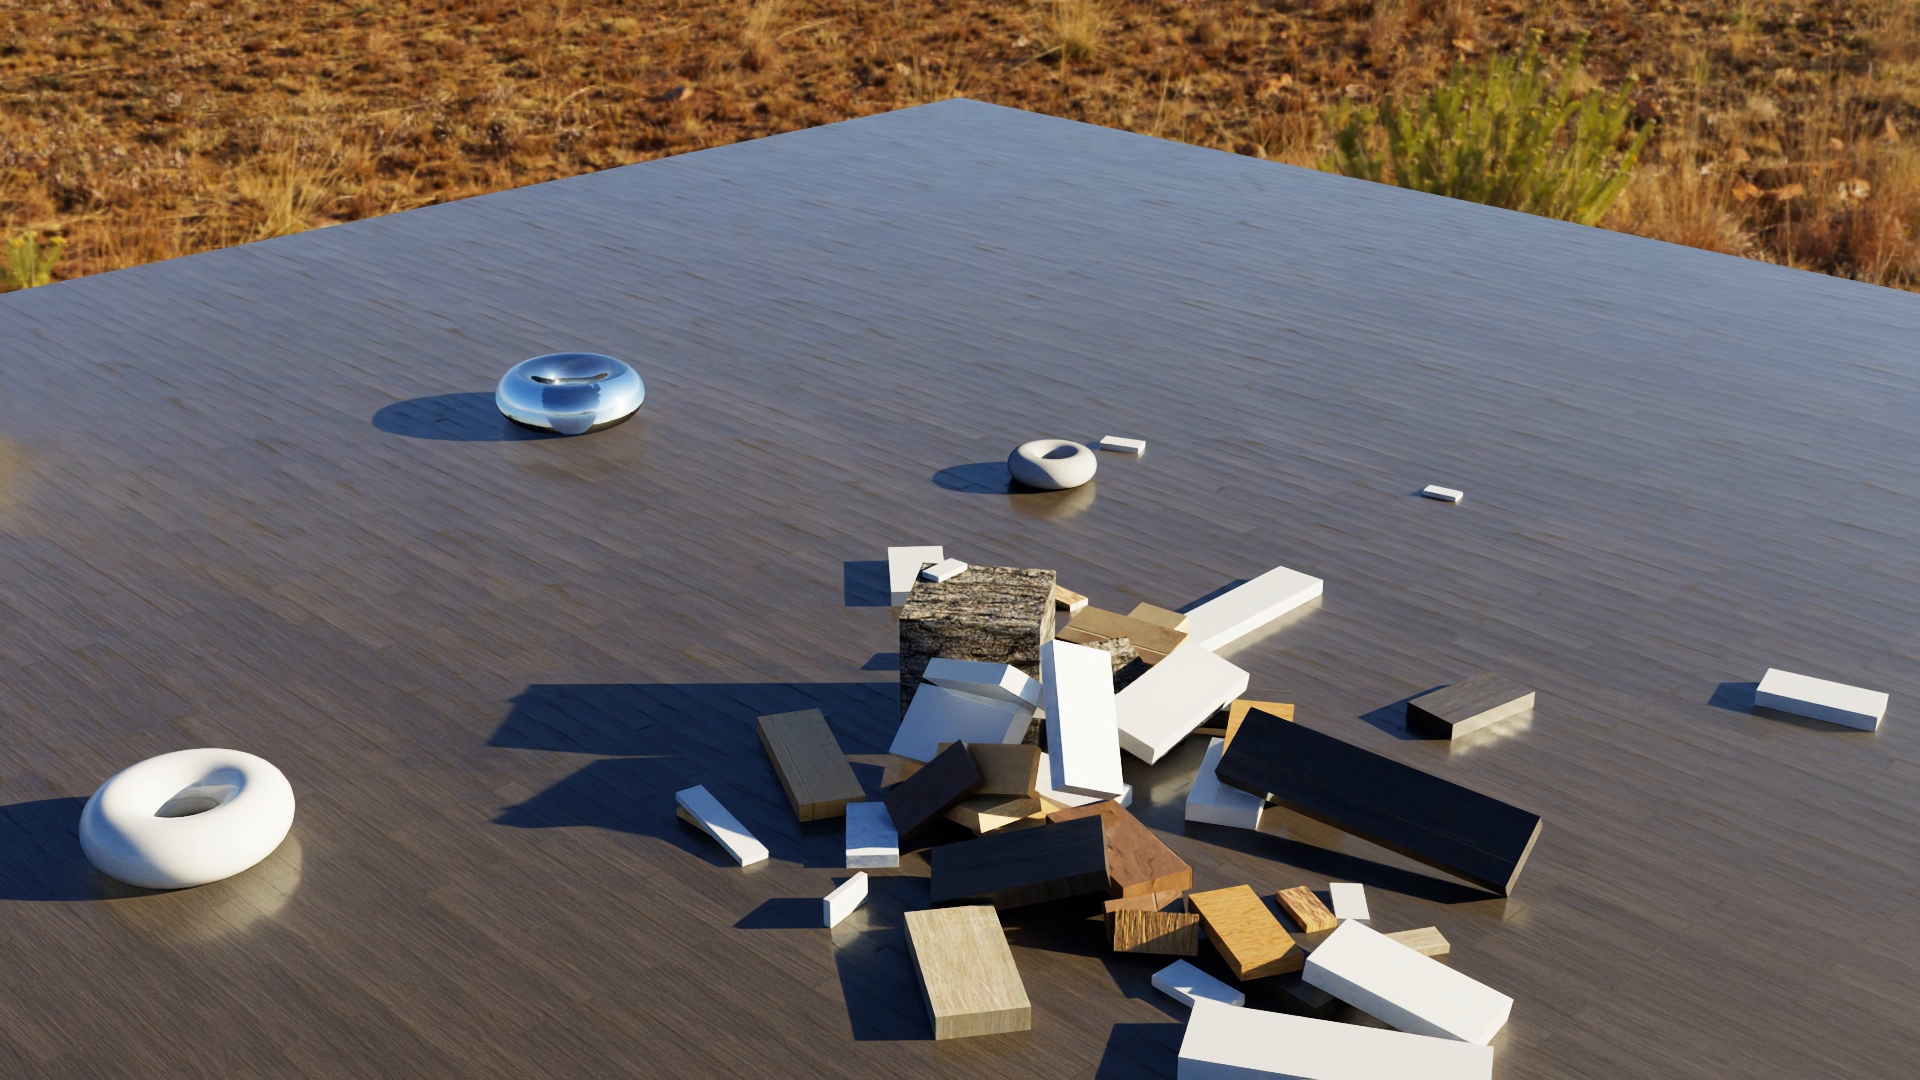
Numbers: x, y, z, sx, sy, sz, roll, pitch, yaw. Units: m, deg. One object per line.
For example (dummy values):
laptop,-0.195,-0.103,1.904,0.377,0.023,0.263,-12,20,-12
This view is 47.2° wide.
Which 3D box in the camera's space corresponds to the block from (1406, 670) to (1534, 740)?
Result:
block,1.129,0.363,4.858,0.264,0.037,0.132,-16,28,-33

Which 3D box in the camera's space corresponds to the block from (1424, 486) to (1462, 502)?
block,1.327,-0.128,6.046,0.094,0.013,0.047,14,27,30

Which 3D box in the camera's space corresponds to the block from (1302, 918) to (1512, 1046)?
block,0.774,0.778,3.810,0.320,0.045,0.160,24,32,28

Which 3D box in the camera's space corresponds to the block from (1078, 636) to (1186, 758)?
block,0.352,0.339,4.800,0.162,0.046,0.324,-9,39,-19

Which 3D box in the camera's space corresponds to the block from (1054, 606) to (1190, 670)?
block,0.371,0.233,5.030,0.275,0.039,0.138,15,39,32

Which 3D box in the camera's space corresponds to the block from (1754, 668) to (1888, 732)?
block,1.911,0.354,4.880,0.256,0.036,0.128,13,26,28

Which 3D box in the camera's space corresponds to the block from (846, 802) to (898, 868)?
block,-0.174,0.582,4.352,0.102,0.029,0.203,-1,23,-2

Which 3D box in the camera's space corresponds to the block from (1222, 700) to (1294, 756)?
block,0.628,0.416,4.627,0.132,0.037,0.264,4,23,10

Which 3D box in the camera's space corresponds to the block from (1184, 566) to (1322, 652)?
block,0.660,0.178,5.294,0.128,0.036,0.557,20,30,39

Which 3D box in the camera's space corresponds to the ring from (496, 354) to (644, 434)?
ring,-1.173,-0.443,6.621,0.443,0.148,0.443,1,24,0

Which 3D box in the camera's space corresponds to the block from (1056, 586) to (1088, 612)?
block,0.251,0.141,5.407,0.059,0.017,0.119,-20,30,-39

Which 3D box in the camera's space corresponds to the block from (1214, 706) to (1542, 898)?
block,0.816,0.509,4.333,0.628,0.045,0.160,20,66,30

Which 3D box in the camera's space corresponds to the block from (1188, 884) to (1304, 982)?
block,0.513,0.706,3.967,0.119,0.034,0.238,-7,24,-16

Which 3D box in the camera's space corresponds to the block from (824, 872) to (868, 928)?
block,-0.213,0.671,4.105,0.016,0.058,0.115,15,27,31

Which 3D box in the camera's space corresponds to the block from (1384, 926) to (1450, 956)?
block,0.821,0.736,4.004,0.122,0.017,0.061,-6,24,-14

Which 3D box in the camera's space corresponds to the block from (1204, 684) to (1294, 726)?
block,0.601,0.364,4.854,0.264,0.037,0.132,3,23,6

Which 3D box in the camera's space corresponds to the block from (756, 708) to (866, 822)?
block,-0.315,0.467,4.610,0.138,0.039,0.400,-7,24,-16

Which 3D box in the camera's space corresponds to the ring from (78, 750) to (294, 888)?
ring,-1.514,0.543,4.315,0.403,0.134,0.403,0,24,0

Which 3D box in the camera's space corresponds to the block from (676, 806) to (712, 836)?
block,-0.512,0.557,4.426,0.058,0.016,0.115,-21,30,-40

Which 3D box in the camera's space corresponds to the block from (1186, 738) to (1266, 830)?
block,0.564,0.499,4.532,0.144,0.041,0.287,7,24,15

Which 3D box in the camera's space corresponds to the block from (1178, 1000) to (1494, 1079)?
block,0.624,0.869,3.652,0.501,0.047,0.166,6,24,14

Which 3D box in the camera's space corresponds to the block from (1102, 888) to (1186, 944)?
block,0.339,0.690,4.040,0.150,0.075,0.021,-7,-11,-16

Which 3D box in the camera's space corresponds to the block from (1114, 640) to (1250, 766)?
block,0.454,0.346,4.730,0.162,0.046,0.351,30,43,29

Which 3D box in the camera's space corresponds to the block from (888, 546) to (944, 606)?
block,-0.107,0.089,5.501,0.138,0.039,0.275,-1,23,-3

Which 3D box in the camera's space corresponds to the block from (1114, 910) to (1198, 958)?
block,0.356,0.713,3.989,0.150,0.075,0.021,2,-17,6

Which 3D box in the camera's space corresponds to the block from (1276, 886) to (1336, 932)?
block,0.647,0.690,4.112,0.061,0.017,0.122,-8,24,-18

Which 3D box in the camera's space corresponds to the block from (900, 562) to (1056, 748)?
block,0.042,0.252,4.785,0.298,0.298,0.298,3,23,8

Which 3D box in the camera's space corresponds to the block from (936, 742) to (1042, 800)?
block,0.050,0.455,4.341,0.217,0.102,0.029,-1,-24,28

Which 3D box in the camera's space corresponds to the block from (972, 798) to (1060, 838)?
block,0.176,0.592,4.311,0.149,0.042,0.299,-17,29,-35

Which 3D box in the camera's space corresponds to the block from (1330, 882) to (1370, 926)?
block,0.730,0.684,4.126,0.061,0.017,0.122,1,23,3

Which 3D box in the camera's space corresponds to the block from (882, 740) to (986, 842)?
block,-0.051,0.495,4.339,0.203,0.029,0.102,-38,51,13

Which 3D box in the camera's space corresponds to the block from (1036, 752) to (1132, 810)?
block,0.194,0.506,4.515,0.287,0.041,0.144,17,29,35

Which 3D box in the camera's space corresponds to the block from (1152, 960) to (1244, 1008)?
block,0.418,0.791,3.868,0.075,0.021,0.150,-20,30,-39

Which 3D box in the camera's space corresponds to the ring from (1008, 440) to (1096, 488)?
ring,0.258,-0.213,6.158,0.251,0.084,0.251,0,22,0

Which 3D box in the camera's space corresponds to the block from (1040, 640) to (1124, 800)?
block,0.239,0.355,4.335,0.149,0.299,0.042,14,-30,-35

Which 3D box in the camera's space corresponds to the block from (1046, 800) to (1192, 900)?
block,0.301,0.593,4.201,0.149,0.042,0.299,-11,25,-24

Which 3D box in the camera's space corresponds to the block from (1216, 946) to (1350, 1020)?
block,0.582,0.769,3.904,0.119,0.034,0.239,-18,29,-35

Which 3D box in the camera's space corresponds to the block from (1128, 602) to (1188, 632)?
block,0.406,0.240,5.082,0.128,0.036,0.256,17,40,34

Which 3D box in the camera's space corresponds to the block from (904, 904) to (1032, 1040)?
block,0.009,0.762,3.905,0.166,0.047,0.331,-4,23,-10

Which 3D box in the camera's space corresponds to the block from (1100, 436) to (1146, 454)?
block,0.472,-0.277,6.393,0.119,0.017,0.059,9,25,21

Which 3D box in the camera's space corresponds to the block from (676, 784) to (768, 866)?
block,-0.474,0.565,4.368,0.058,0.016,0.261,-15,34,-33

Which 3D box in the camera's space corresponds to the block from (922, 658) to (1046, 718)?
block,0.071,0.301,4.467,0.160,0.045,0.320,31,-15,-25

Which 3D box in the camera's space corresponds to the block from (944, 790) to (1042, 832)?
block,0.022,0.515,4.411,0.144,0.041,0.287,-16,15,-30

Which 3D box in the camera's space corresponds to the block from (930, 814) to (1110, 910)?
block,0.112,0.615,4.126,0.331,0.047,0.166,-12,29,7

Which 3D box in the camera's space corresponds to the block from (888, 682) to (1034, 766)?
block,-0.001,0.397,4.508,0.046,0.162,0.324,35,-17,-36

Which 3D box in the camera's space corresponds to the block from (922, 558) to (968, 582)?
block,-0.033,0.066,4.826,0.047,0.013,0.095,18,29,37
